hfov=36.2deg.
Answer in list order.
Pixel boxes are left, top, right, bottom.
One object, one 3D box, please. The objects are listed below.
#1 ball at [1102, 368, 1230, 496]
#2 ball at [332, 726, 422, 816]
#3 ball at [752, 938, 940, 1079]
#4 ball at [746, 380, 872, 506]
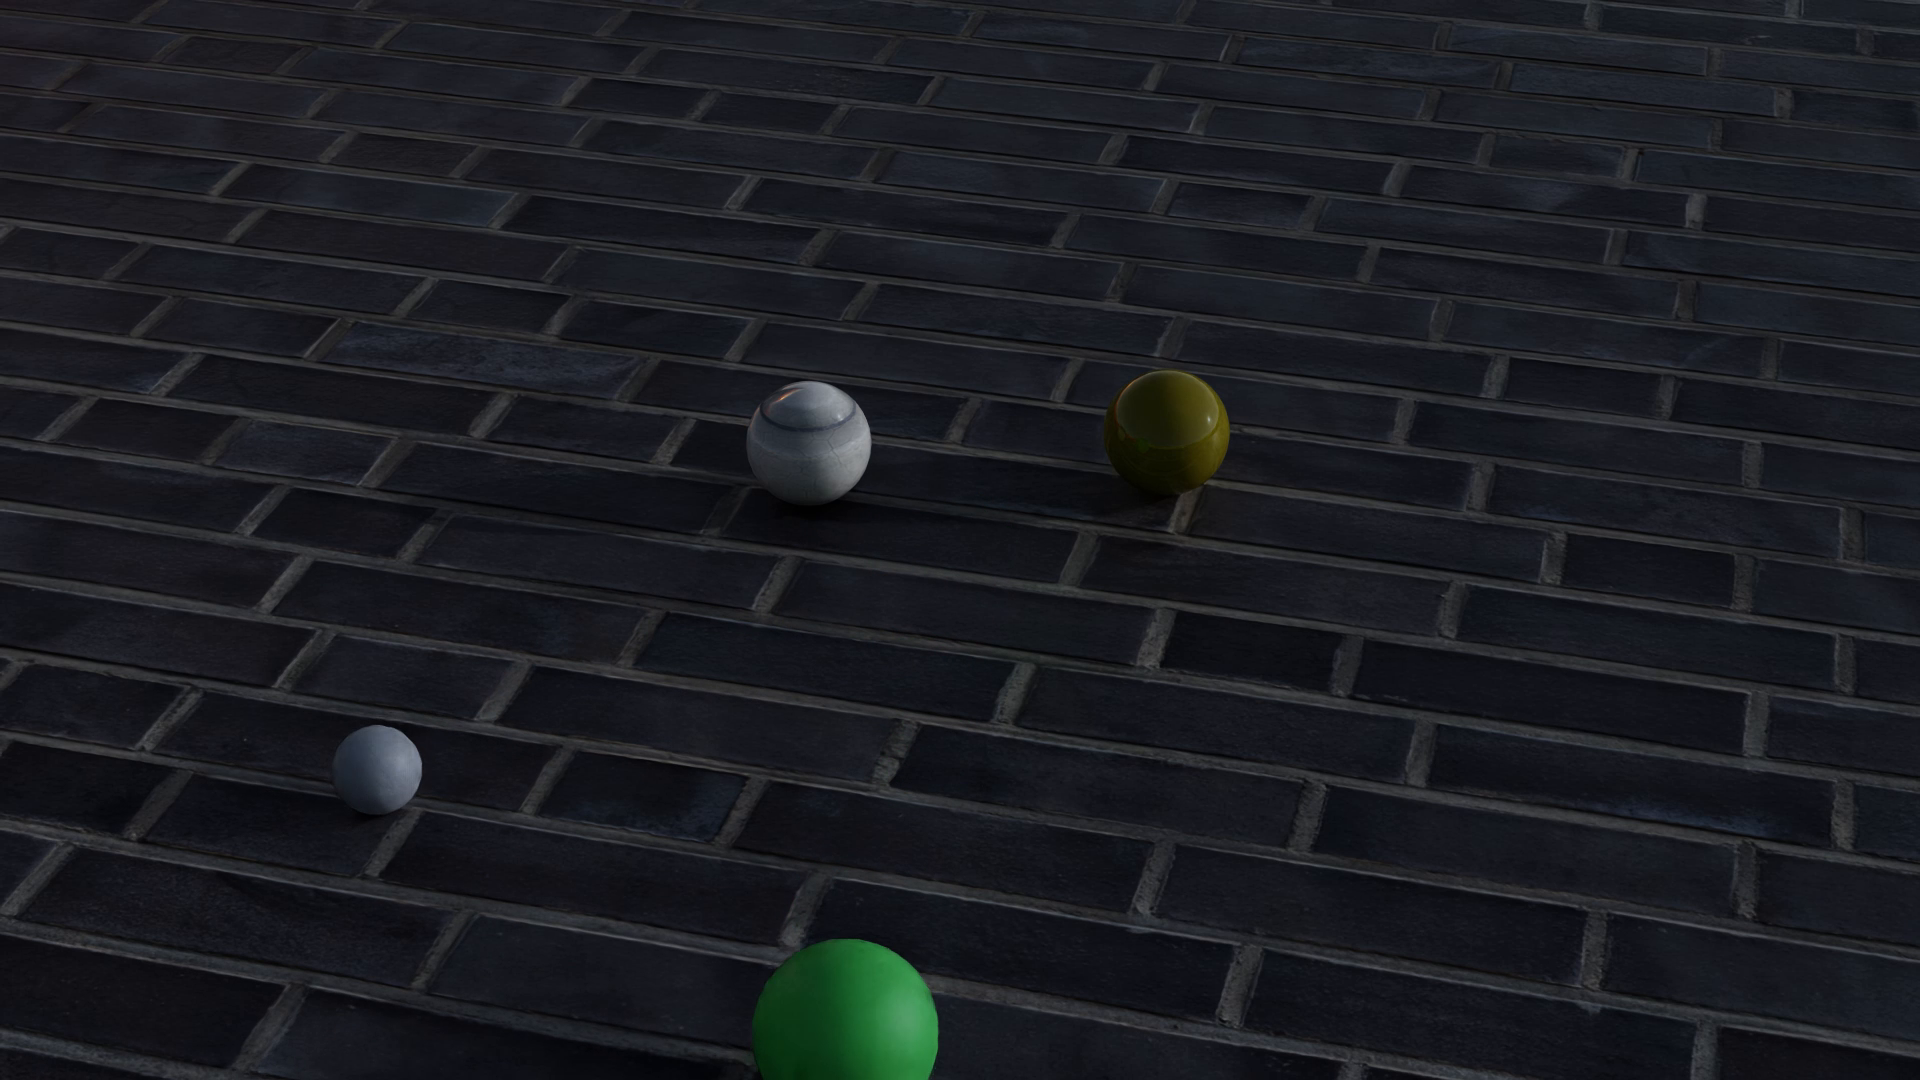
[{"bbox_3d":[0.116,-0.061,1.650,0.071,0.071,0.071,0,32,0],"label":"ball"},{"bbox_3d":[-0.278,0.110,1.400,0.043,0.043,0.043,0,32,0],"label":"ball"},{"bbox_3d":[-0.047,0.203,1.214,0.078,0.078,0.078,0,32,0],"label":"ball"},{"bbox_3d":[-0.084,-0.054,1.640,0.070,0.070,0.070,0,32,0],"label":"ball"}]
